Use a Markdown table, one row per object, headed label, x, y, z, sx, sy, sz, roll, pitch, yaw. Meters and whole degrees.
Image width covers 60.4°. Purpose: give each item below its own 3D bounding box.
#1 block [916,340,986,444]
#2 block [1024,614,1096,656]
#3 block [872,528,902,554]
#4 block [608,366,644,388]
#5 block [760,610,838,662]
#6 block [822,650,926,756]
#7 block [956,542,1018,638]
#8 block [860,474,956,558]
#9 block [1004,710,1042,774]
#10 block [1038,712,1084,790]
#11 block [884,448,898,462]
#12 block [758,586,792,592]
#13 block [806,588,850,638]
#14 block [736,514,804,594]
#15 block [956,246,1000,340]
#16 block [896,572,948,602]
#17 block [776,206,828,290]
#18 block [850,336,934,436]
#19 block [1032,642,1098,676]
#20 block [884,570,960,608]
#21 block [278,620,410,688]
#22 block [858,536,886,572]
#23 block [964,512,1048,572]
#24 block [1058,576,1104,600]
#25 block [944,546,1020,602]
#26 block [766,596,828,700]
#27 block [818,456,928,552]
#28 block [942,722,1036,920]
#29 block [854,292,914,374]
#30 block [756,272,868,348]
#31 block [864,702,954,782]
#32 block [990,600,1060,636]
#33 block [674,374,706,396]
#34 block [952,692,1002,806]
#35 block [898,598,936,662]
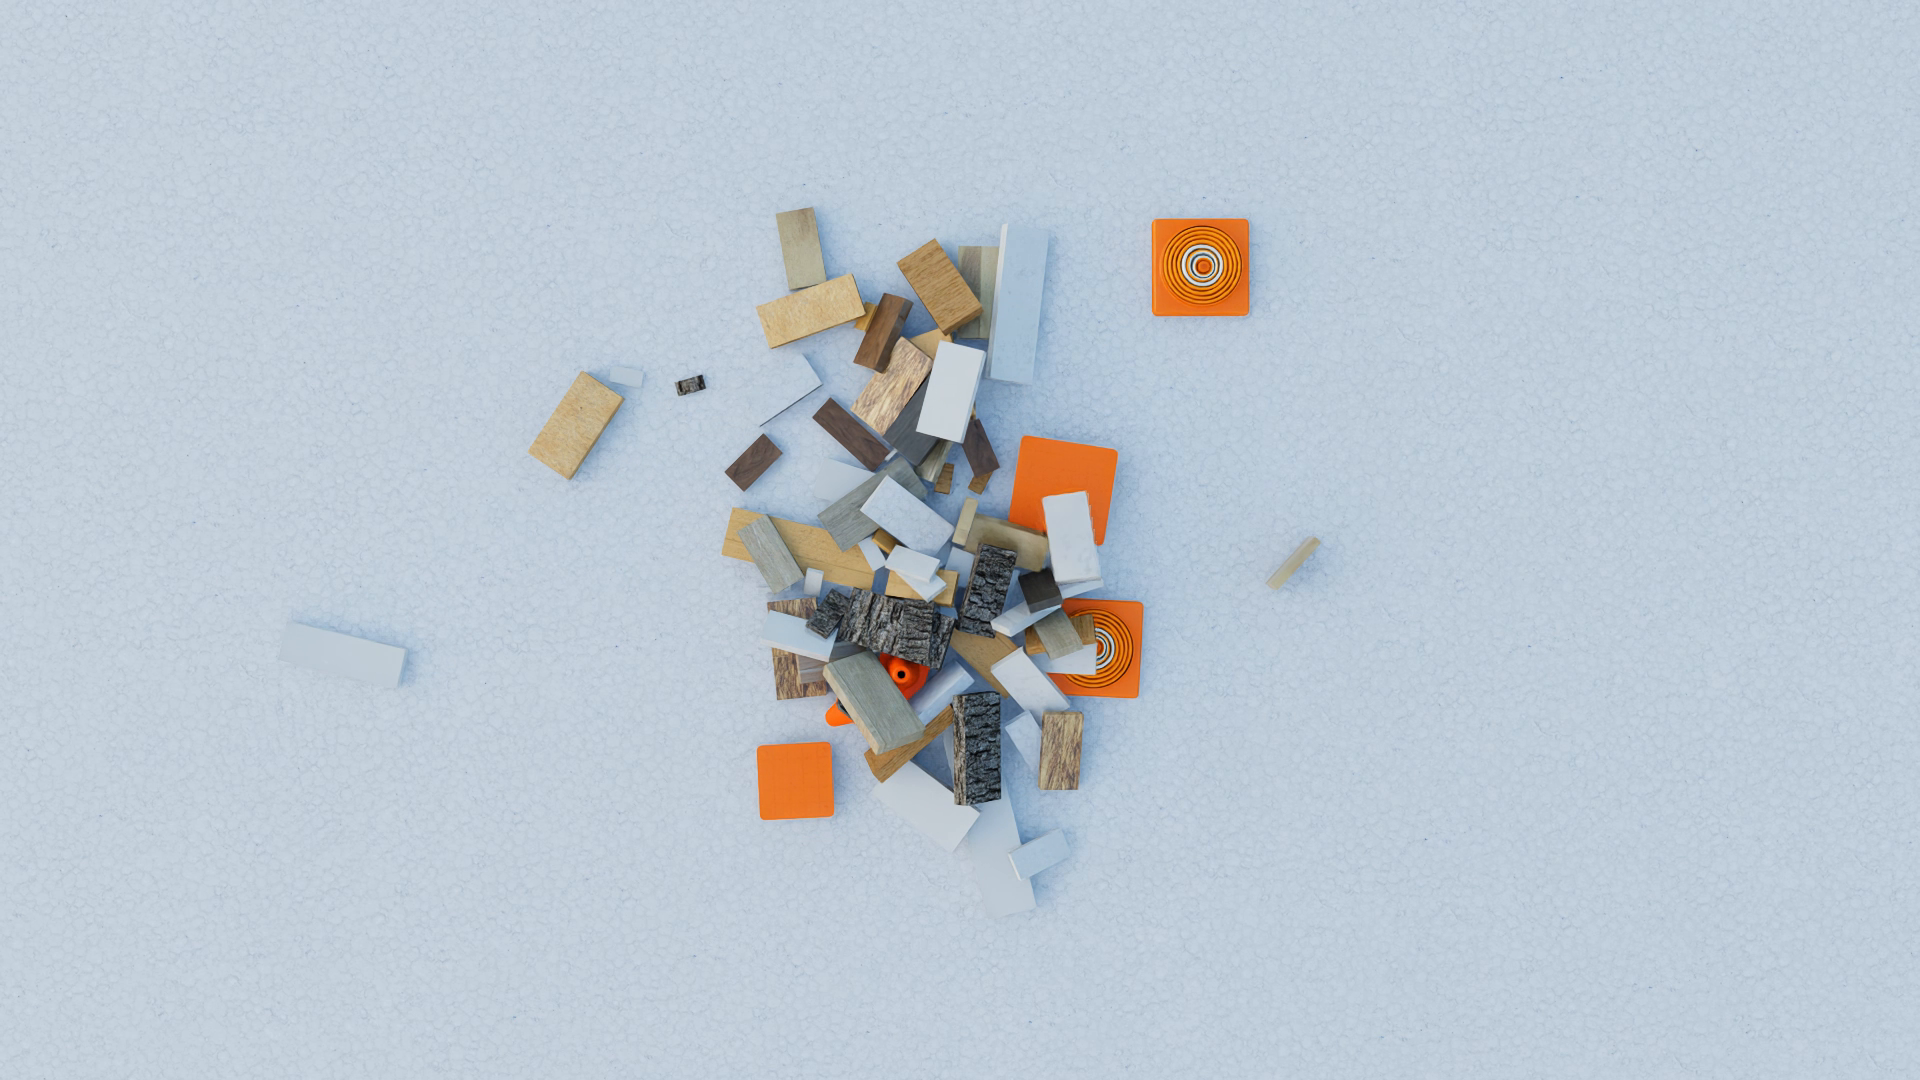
| label | x | y | z | sx | sy | sz | roll | pitch | yaw |
| --- | --- | --- | --- | --- | --- | --- | --- | --- | --- |
| block | -0.027 | -0.479 | 5.333 | 0.152 | 0.043 | 0.303 | 15 | 93 | 14 |
| block | 0.328 | 0.309 | 5.388 | 0.227 | 0.113 | 0.032 | -11 | 125 | 8 |
| block | -0.240 | 0.010 | 5.459 | 0.107 | 0.015 | 0.054 | 38 | 49 | -21 |
| block | -1.109 | -0.544 | 5.492 | 0.108 | 0.015 | 0.054 | 11 | 90 | 0 |
| block | -0.527 | 0.314 | 5.405 | 0.233 | 0.033 | 0.117 | 15 | 52 | 0 |
| block | -0.278 | 0.520 | 5.318 | 0.176 | 0.050 | 0.353 | -17 | 54 | -31 |
| block | 0.087 | 0.166 | 5.406 | 0.130 | 0.037 | 0.294 | 14 | 94 | -23 |
| block | -0.169 | -0.069 | 5.413 | 0.288 | 0.041 | 0.144 | 37 | 91 | -19 |
| block | 0.233 | 0.666 | 5.457 | 0.098 | 0.028 | 0.195 | -31 | 108 | 0 |
| block | 0.333 | 0.696 | 5.444 | 0.130 | 0.037 | 0.260 | 1 | 102 | -10 |
| block | -0.211 | -0.298 | 5.476 | 0.095 | 0.048 | 0.014 | -45 | 90 | 0 |
| block | -0.612 | 0.162 | 5.473 | 0.108 | 0.054 | 0.015 | -6 | 89 | 0 |
| block | -0.431 | 0.243 | 5.438 | 0.083 | 0.023 | 0.166 | 31 | 54 | 6 |
| block | -0.623 | 0.047 | 5.433 | 0.117 | 0.033 | 0.241 | -31 | 88 | -1 |
| block | 0.068 | -0.820 | 5.479 | 0.152 | 0.043 | 0.303 | 1 | 90 | 0 |
| block | -0.128 | 0.125 | 5.394 | 0.083 | 0.023 | 0.166 | -38 | 58 | -18 |
| block | -0.526 | -0.967 | 5.482 | 0.127 | 0.036 | 0.255 | -10 | 90 | 0 |
| block | -0.215 | -0.504 | 5.432 | 0.149 | 0.042 | 0.299 | 39 | 102 | 14 |
| block | 0.343 | 0.384 | 5.422 | 0.212 | 0.030 | 0.106 | 2 | 91 | 11 |
| block | -0.124 | 0.148 | 5.429 | 0.227 | 0.032 | 0.113 | 8 | 71 | 14 |
| block | -2.048 | 0.380 | 5.481 | 0.403 | 0.037 | 0.132 | 13 | 90 | 0 |
| block | -0.289 | 0.044 | 5.446 | 0.054 | 0.015 | 0.107 | -29 | 90 | 0 |
| block | 0.158 | 0.008 | 5.448 | 0.264 | 0.037 | 0.132 | 16 | 119 | -1 |
| block | 0.353 | 0.149 | 5.440 | 0.225 | 0.112 | 0.032 | -17 | 114 | -1 |
| block | 0.068 | 0.116 | 5.467 | 0.235 | 0.032 | 0.113 | 20 | 91 | -2 |
| block | -0.541 | 0.360 | 5.477 | 0.163 | 0.046 | 0.326 | -6 | 90 | 0 |
| block | -0.288 | -0.118 | 5.433 | 0.344 | 0.042 | 0.149 | -35 | 95 | -4 |
| block | 0.090 | 0.906 | 5.476 | 0.167 | 0.047 | 0.678 | -14 | 90 | 0 |
| block | -0.254 | -0.683 | 5.440 | 0.036 | 0.127 | 0.255 | 24 | 90 | -41 |
| block | -0.492 | -0.758 | 5.466 | 0.338 | 0.041 | 0.144 | -19 | 90 | 5 |
| block | -0.161 | 0.642 | 5.414 | 0.333 | 0.166 | 0.047 | -41 | 111 | 0 |
| block | 0.216 | 0.242 | 5.406 | 0.211 | 0.106 | 0.030 | -29 | 116 | -25 |
| block | -0.898 | -0.514 | 5.493 | 0.095 | 0.014 | 0.048 | -16 | 90 | 0 |
| block | 0.057 | 0.676 | 5.370 | 0.050 | 0.176 | 0.353 | -1 | 90 | 42 |
| block | -0.140 | 0.291 | 5.360 | 0.098 | 0.028 | 0.195 | 5 | 82 | 8 |
